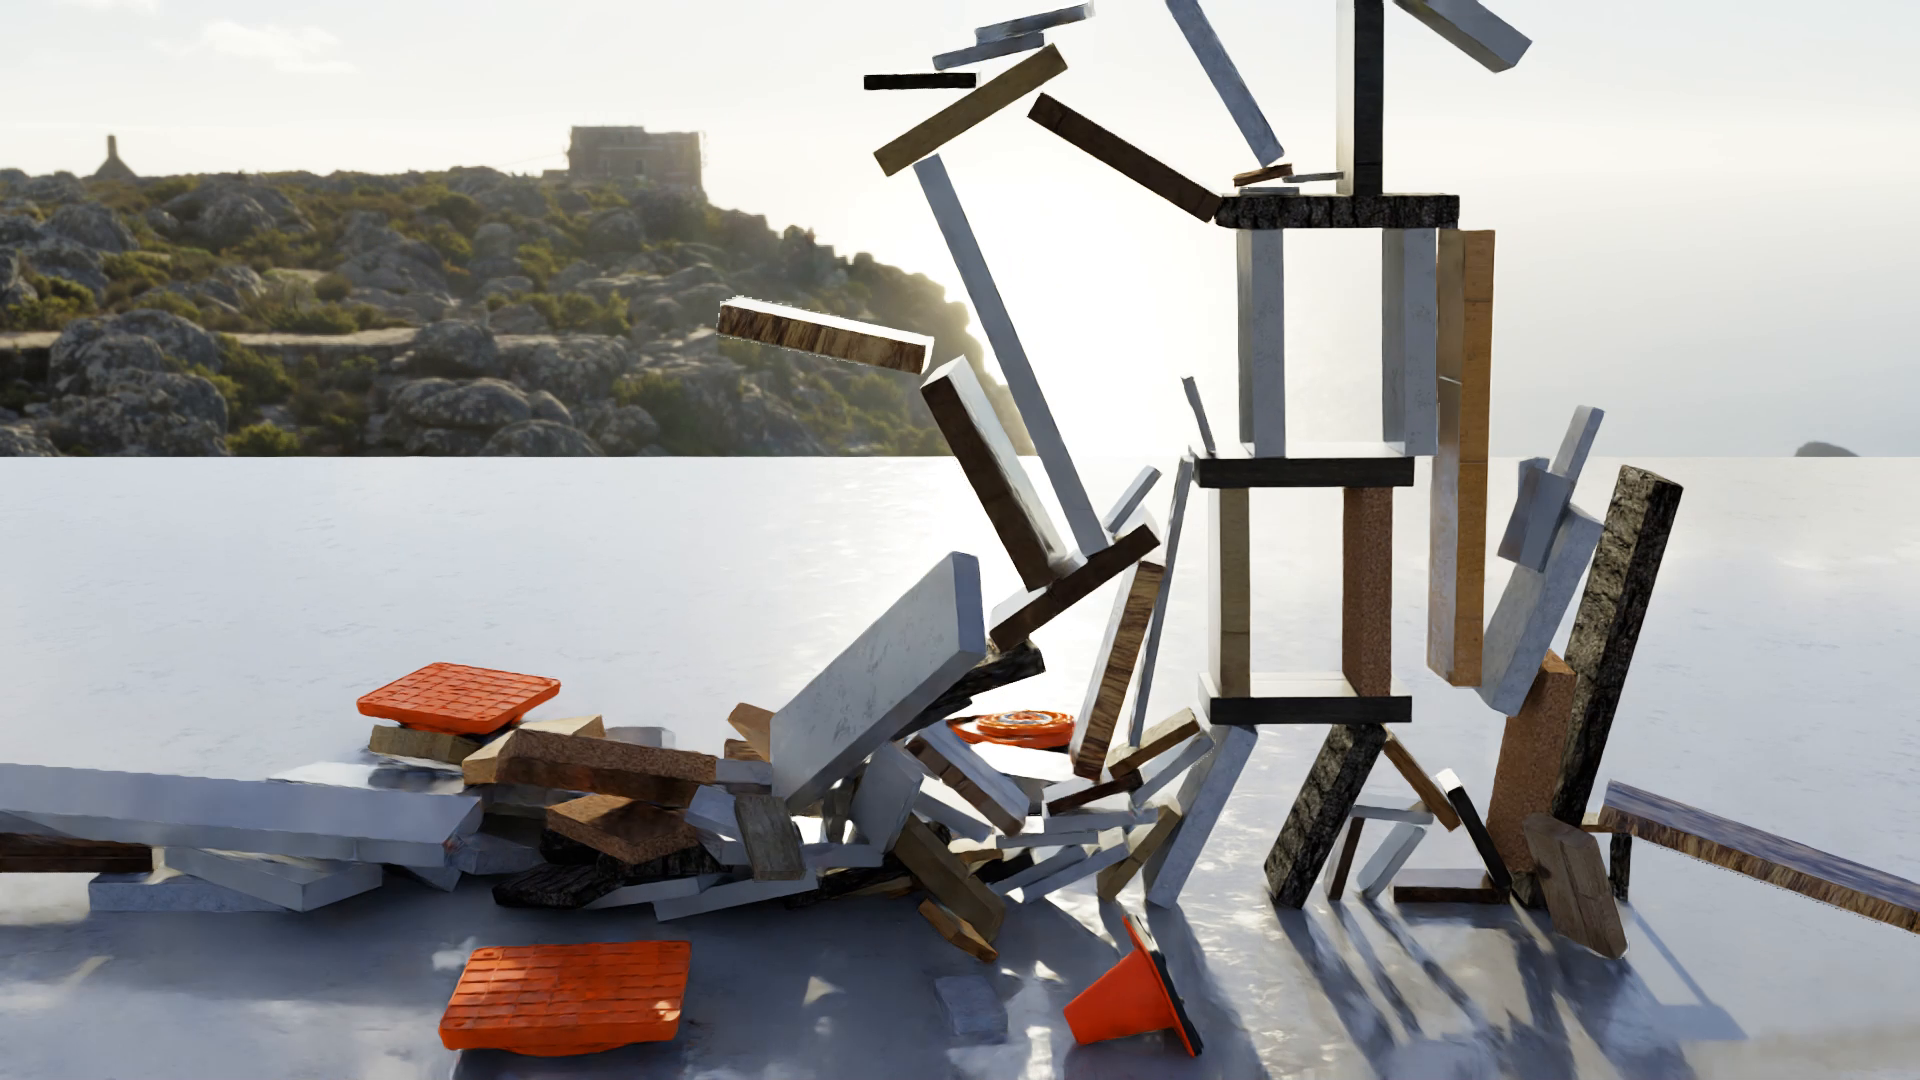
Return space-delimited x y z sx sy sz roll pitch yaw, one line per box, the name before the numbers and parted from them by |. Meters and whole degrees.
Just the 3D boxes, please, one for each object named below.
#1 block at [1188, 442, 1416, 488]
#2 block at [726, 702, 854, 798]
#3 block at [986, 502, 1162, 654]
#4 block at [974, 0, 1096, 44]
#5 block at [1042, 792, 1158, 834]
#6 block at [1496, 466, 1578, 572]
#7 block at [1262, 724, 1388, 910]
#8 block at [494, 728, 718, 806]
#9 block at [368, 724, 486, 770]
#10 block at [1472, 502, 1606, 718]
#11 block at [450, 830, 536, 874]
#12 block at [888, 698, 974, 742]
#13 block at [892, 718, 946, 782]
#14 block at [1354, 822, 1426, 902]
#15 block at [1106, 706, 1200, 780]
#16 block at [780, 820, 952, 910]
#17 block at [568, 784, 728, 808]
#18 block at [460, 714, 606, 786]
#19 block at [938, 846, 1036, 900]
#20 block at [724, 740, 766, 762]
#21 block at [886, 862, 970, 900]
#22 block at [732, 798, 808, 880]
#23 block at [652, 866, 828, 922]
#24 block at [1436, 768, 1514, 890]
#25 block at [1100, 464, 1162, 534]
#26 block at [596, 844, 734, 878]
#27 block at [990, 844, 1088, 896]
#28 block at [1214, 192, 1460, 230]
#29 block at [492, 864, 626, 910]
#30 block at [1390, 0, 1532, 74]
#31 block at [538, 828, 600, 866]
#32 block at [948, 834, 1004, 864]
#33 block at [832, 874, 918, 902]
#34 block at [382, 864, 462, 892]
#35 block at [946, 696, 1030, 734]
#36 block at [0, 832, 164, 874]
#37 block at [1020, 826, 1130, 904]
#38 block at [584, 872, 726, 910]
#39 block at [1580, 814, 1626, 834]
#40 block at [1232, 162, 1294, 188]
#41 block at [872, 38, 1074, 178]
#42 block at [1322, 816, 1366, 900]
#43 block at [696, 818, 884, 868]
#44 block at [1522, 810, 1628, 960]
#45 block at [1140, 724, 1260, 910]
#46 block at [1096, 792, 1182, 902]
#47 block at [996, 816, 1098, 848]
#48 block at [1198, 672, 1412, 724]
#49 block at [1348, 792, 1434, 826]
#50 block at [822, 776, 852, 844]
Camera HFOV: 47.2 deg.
block | 0.544 -0.121 3.536 0.338 0.048 0.169 0 11 -1
block | -0.282 0.410 3.958 0.147 0.294 0.042 11 57 49
block | 0.184 0.061 3.572 0.310 0.044 0.155 -35 9 10
block | 0.116 -0.803 3.408 0.175 0.025 0.087 -9 15 17
block | 0.230 0.450 3.635 0.188 0.027 0.094 -6 10 3
block | 0.914 -0.033 3.486 0.076 0.152 0.022 25 9 40
block | 0.602 0.435 3.641 0.046 0.324 0.162 24 10 -4
block | -0.576 0.370 3.575 0.327 0.046 0.163 10 -23 -19
block | -0.927 0.411 4.113 0.174 0.049 0.348 5 -13 23
block | 0.925 0.104 3.553 0.048 0.337 0.168 21 12 -5
block | -0.883 0.520 3.785 0.276 0.039 0.138 11 1 32
block | -0.107 0.293 3.600 0.234 0.033 0.117 -23 14 -26
block | -0.096 0.312 4.091 0.050 0.354 0.177 3 30 24
block | 0.716 0.524 3.653 0.021 0.146 0.073 34 9 -10
block | 0.316 0.333 3.619 0.163 0.023 0.081 -30 9 6
block | -0.155 0.533 3.623 0.270 0.038 0.135 -18 9 12
block | -0.535 0.483 3.865 0.280 0.140 0.040 2 44 13
block | -0.765 0.376 3.965 0.156 0.044 0.311 -8 6 10
block | 0.041 0.547 3.667 0.169 0.024 0.085 -21 9 5
block | -0.277 0.426 4.270 0.329 0.047 0.165 2 -10 11
block | -0.054 0.558 3.664 0.139 0.020 0.070 -19 10 1
block | -0.293 0.458 3.382 0.078 0.022 0.156 4 37 -25
block | -0.354 0.554 3.583 0.270 0.038 0.135 -13 9 7
block | 0.851 0.477 3.638 0.027 0.191 0.095 -29 9 6
block | 0.276 -0.066 3.543 0.018 0.124 0.062 38 1 -10
block | -0.471 0.507 3.542 0.213 0.030 0.107 -2 12 -1
block | 0.130 0.538 3.666 0.169 0.024 0.085 -26 9 6
block | 0.589 -0.520 3.467 0.354 0.050 0.177 -1 11 -1
block | -0.654 0.563 3.577 0.213 0.030 0.107 -6 12 43
block | 0.721 -0.838 3.395 0.327 0.046 0.163 35 8 -2
block | -0.550 0.524 3.684 0.276 0.039 0.138 -1 -27 7
block | 0.000 0.518 3.659 0.140 0.020 0.070 -7 10 -1
block | -0.140 0.565 3.647 0.140 0.020 0.070 -13 9 13
block | -0.984 0.519 3.696 0.276 0.039 0.138 11 -21 32
block | 0.008 0.378 4.713 0.256 0.036 0.128 -5 11 -23
block | -1.501 0.505 3.691 0.329 0.047 0.165 1 14 -4
block | 0.191 0.538 3.654 0.188 0.027 0.094 -26 9 6
block | -0.497 0.555 3.575 0.213 0.030 0.107 -11 10 21
block | 1.059 0.469 3.644 0.115 0.016 0.058 0 11 0
block | 0.475 -0.572 3.442 0.094 0.013 0.047 -11 17 14
block | 0.023 -0.675 3.430 0.325 0.046 0.162 -29 10 13
block | 0.637 0.518 3.656 0.021 0.146 0.073 14 11 -1
block | -0.272 0.482 3.522 0.270 0.038 0.135 5 9 -25
block | 0.942 0.529 3.367 0.033 0.233 0.117 -36 32 -21
block | 0.394 0.436 3.639 0.046 0.324 0.162 25 10 -3
block | 0.296 0.510 3.651 0.027 0.188 0.094 38 9 -5
block | 0.145 0.483 3.650 0.169 0.024 0.085 -3 11 4
block | 0.563 0.258 3.608 0.324 0.046 0.162 0 10 0
block | 0.704 0.443 3.639 0.146 0.021 0.073 7 11 0
block | -0.200 0.423 3.561 0.025 0.089 0.177 8 8 -8
